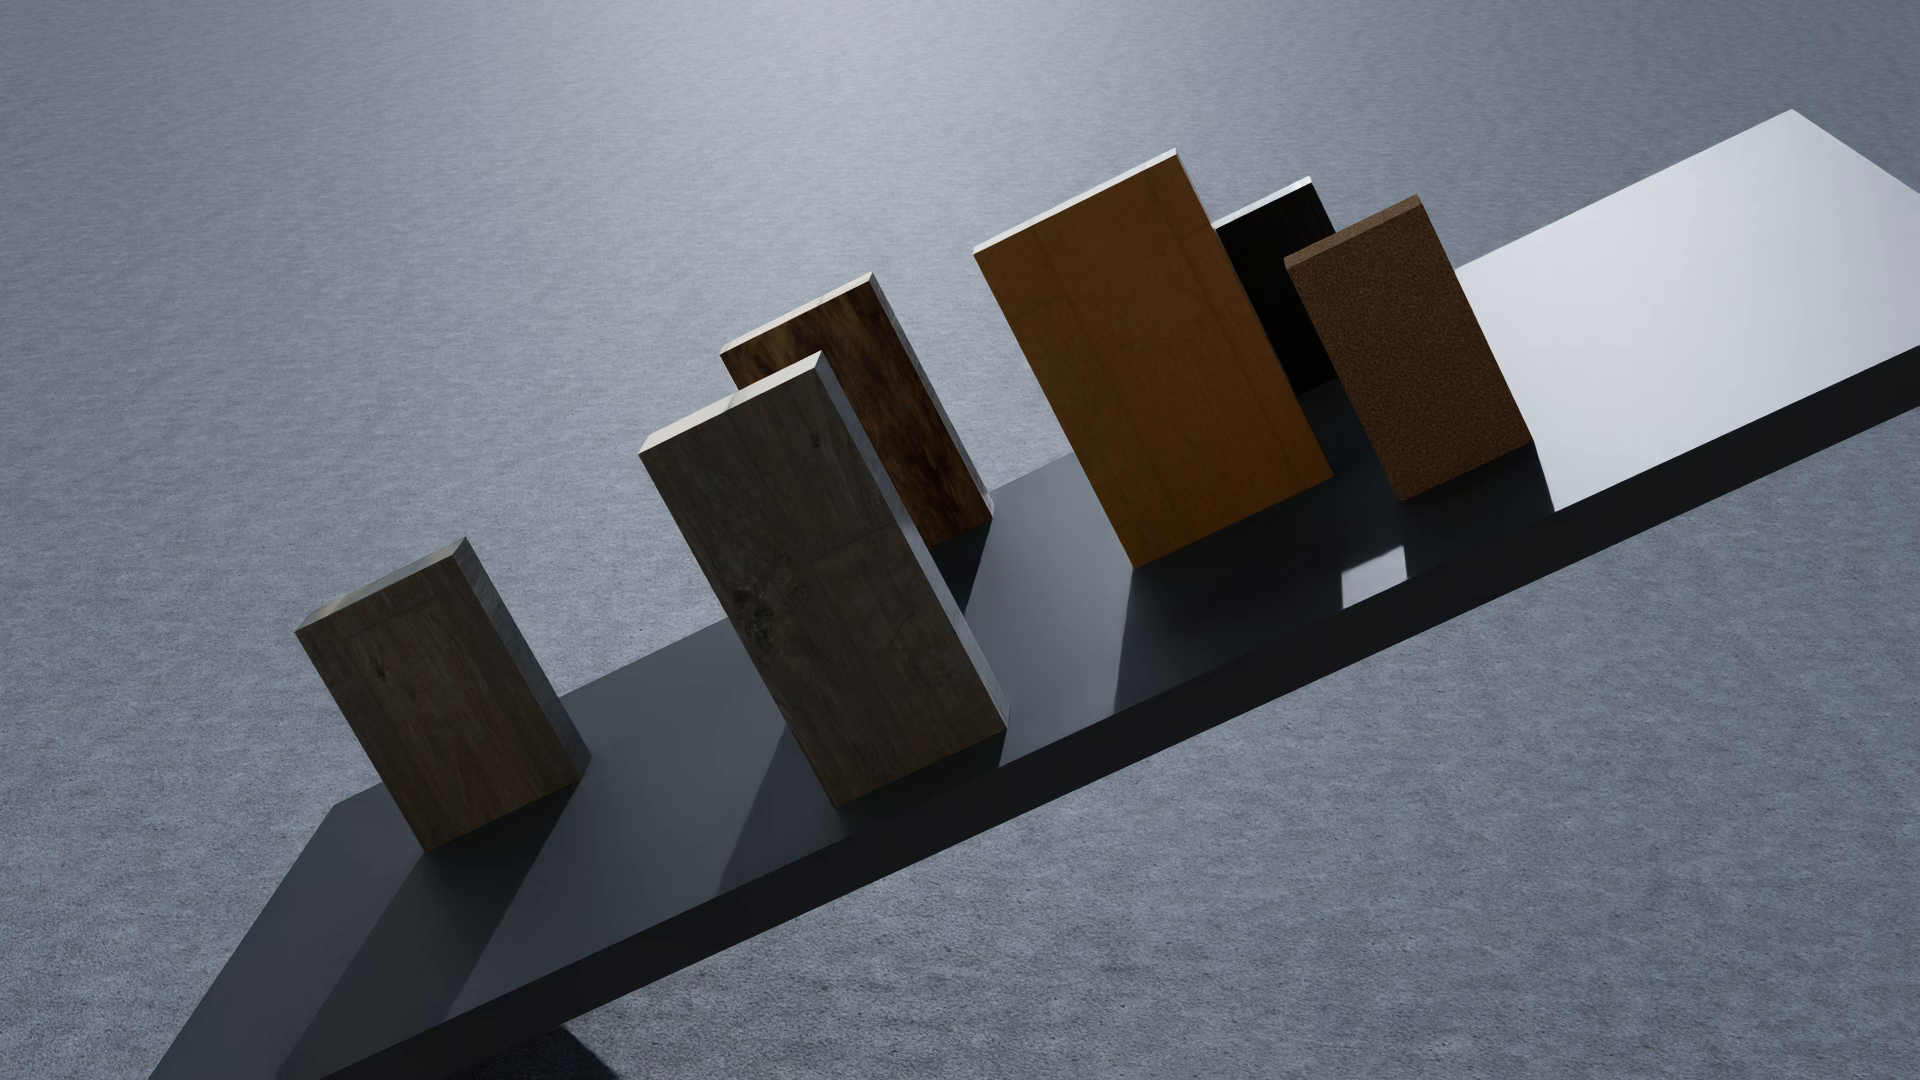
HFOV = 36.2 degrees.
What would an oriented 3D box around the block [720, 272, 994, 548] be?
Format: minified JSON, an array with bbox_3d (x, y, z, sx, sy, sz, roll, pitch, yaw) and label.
[{"bbox_3d":[-0.241,-0.260,7.004,0.397,0.641,0.111,-25,14,10],"label":"block"}]

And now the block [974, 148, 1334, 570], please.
[{"bbox_3d":[0.394,-0.361,5.949,0.449,0.733,0.081,-25,14,10],"label":"block"}]

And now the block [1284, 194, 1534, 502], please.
[{"bbox_3d":[0.847,-0.361,5.559,0.276,0.504,0.105,-25,14,10],"label":"block"}]

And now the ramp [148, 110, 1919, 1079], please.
[{"bbox_3d":[0.139,0.168,6.281,4.000,0.100,2.000,-25,14,10],"label":"ramp"}]

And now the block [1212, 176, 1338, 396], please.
[{"bbox_3d":[0.696,-0.535,6.648,0.410,0.429,0.083,-25,14,10],"label":"block"}]

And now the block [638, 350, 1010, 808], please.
[{"bbox_3d":[-0.247,0.078,5.496,0.366,0.773,0.138,-25,14,10],"label":"block"}]

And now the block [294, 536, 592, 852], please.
[{"bbox_3d":[-1.166,0.352,6.664,0.411,0.589,0.141,-25,14,10],"label":"block"}]
